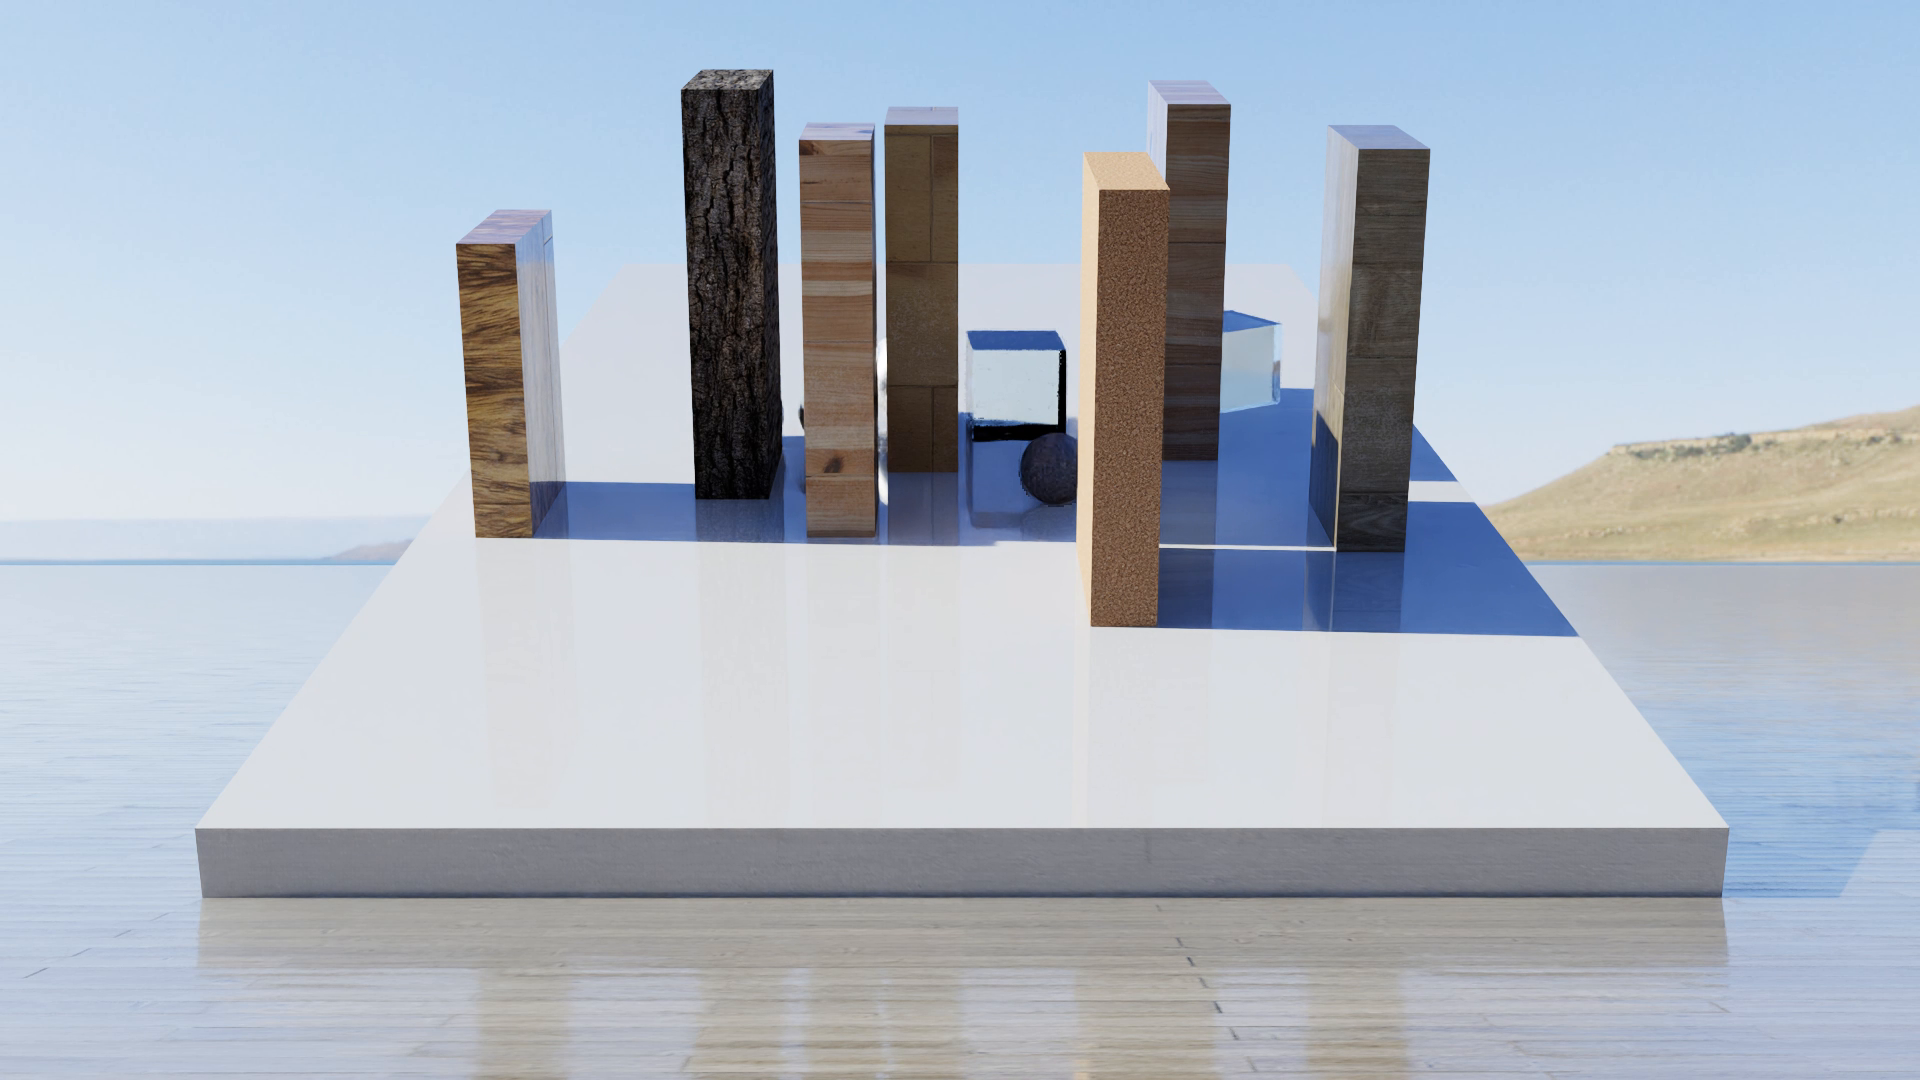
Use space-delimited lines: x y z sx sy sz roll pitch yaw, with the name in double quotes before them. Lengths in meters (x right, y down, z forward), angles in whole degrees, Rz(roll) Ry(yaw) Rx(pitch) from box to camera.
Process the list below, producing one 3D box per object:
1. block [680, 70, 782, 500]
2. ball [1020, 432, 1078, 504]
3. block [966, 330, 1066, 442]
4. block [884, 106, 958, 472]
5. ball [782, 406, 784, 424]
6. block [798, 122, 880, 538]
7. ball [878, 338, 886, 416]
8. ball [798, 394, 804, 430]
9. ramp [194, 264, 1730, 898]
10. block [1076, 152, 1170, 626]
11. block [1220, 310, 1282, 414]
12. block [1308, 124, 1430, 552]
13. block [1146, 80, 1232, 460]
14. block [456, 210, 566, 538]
"block" -0.444 -0.510 4.395 0.143 0.786 0.368 0 18 0
"ball" 0.185 -0.138 4.295 0.139 0.139 0.139 0 0 0
"block" 0.119 -0.335 4.821 0.197 0.197 0.197 -1 18 -4
"block" -0.076 -0.516 4.563 0.144 0.698 0.304 0 18 0
"ball" -0.432 -0.265 4.728 0.119 0.119 0.119 0 0 0
"block" -0.219 -0.389 4.114 0.125 0.726 0.251 0 18 0
"ball" -0.108 -0.357 4.879 0.204 0.204 0.204 0 0 0
"ball" -0.267 -0.270 4.697 0.147 0.147 0.147 0 0 0
"ramp" -0.003 -0.181 4.827 2.000 0.100 4.000 0 18 0
"block" 0.267 -0.263 3.739 0.109 0.714 0.427 0 18 0
"block" 0.599 -0.407 5.072 0.184 0.184 0.184 -11 21 -31
"block" 0.740 -0.372 4.071 0.123 0.723 0.329 0 18 0
"block" 0.470 -0.579 4.715 0.126 0.728 0.448 0 18 0
"block" -0.839 -0.320 4.197 0.105 0.544 0.376 0 18 0
